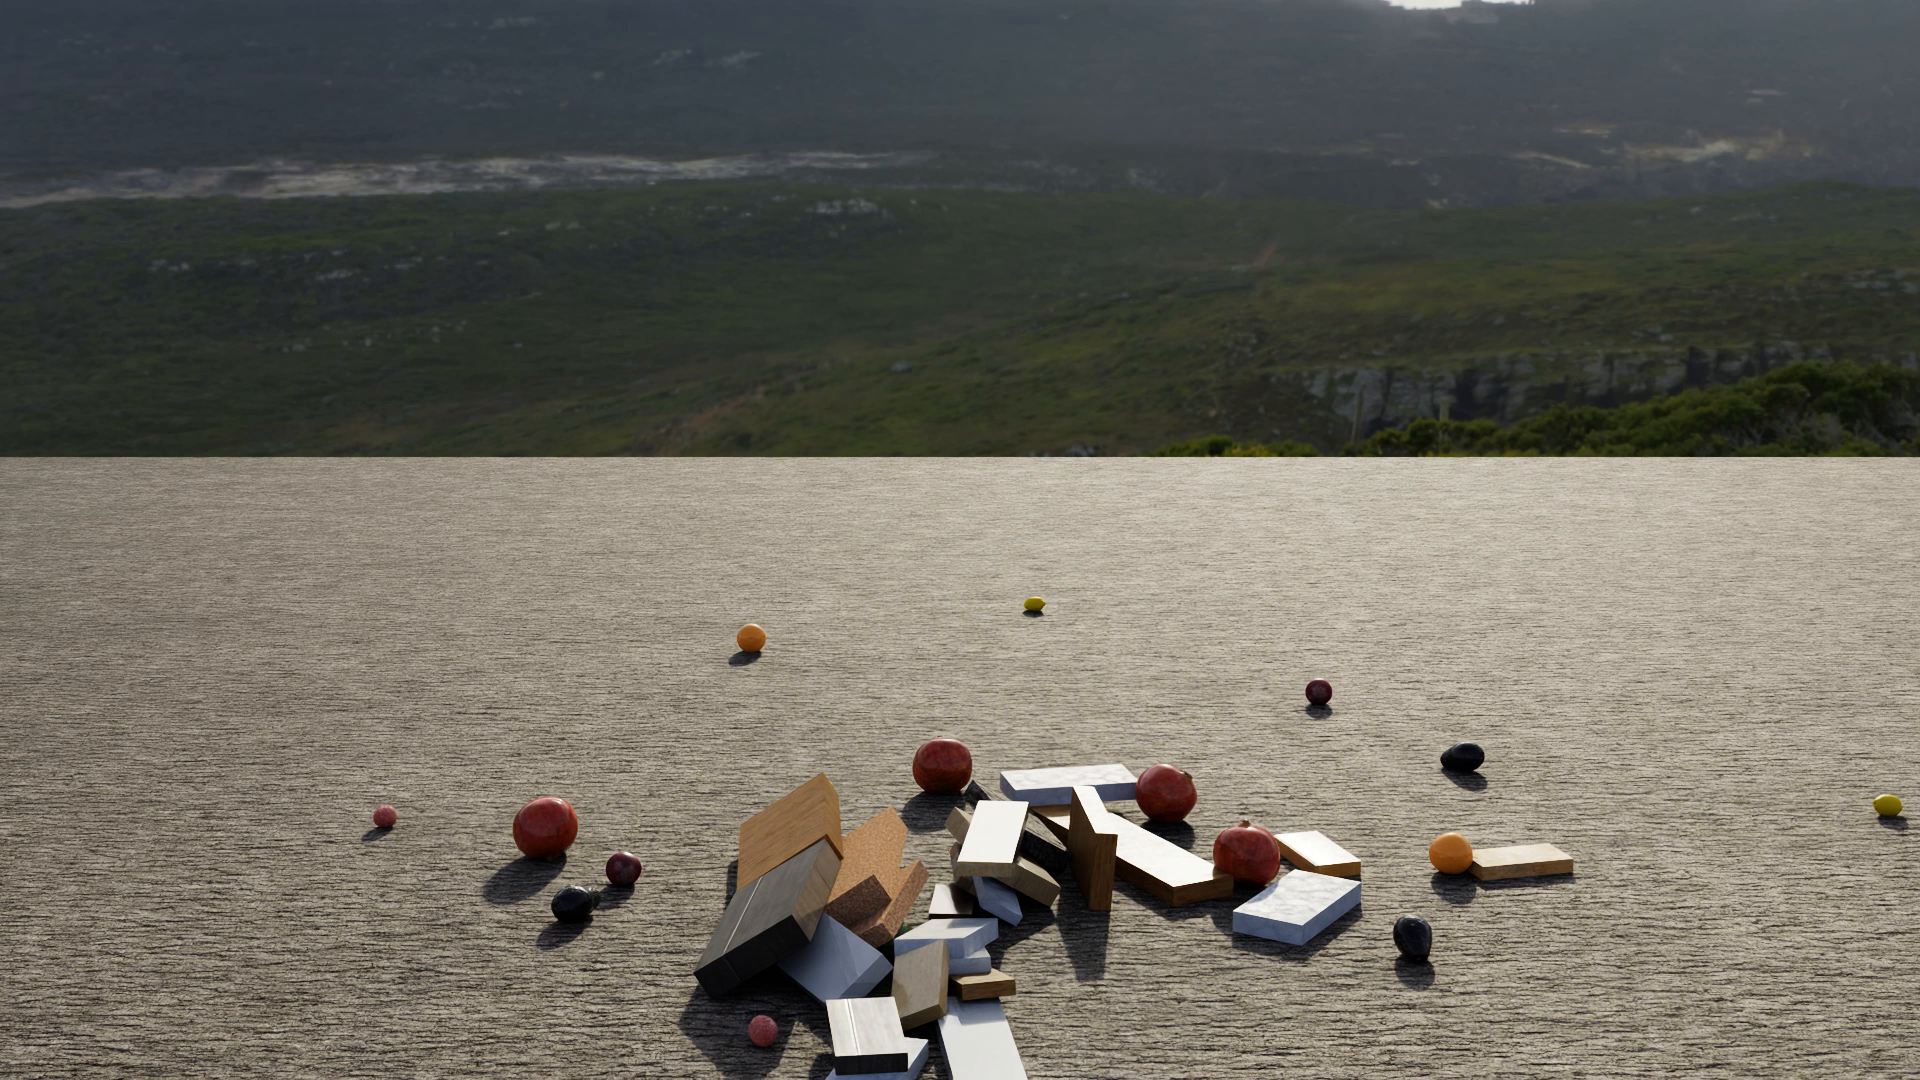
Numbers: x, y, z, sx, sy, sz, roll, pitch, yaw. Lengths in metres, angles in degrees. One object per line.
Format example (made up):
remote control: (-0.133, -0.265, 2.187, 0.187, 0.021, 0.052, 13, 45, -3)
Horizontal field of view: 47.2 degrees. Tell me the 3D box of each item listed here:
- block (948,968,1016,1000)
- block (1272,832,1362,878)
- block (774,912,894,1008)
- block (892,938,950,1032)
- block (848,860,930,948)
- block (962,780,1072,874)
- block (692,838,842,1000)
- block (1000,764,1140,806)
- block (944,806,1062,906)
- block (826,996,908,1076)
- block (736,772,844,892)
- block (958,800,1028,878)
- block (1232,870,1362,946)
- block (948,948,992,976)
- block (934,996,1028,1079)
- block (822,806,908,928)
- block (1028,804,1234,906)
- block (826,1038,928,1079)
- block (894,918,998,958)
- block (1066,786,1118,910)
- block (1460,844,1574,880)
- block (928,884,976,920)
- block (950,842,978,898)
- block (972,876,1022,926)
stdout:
block: (0.021, 0.645, 3.210, 0.079, 0.022, 0.158, -3, -3, -15)
block: (0.620, 0.548, 3.829, 0.086, 0.024, 0.171, -3, 11, -17)
block: (-0.192, 0.624, 3.245, 0.107, 0.030, 0.213, -43, 27, -16)
block: (-0.058, 0.640, 3.156, 0.079, 0.022, 0.158, -23, 21, 12)
block: (-0.124, 0.574, 3.388, 0.107, 0.030, 0.213, -32, 7, 22)
block: (0.099, 0.502, 3.866, 0.131, 0.037, 0.262, 30, 2, -17)
block: (-0.290, 0.576, 3.372, 0.175, 0.049, 0.349, -32, 7, 9)
block: (0.204, 0.458, 4.104, 0.238, 0.034, 0.119, -2, 11, -12)
block: (0.069, 0.532, 3.707, 0.131, 0.037, 0.262, 30, 1, -18)
block: (-0.128, 0.674, 2.994, 0.096, 0.027, 0.192, -1, 11, -7)
block: (-0.289, 0.510, 3.729, 0.175, 0.049, 0.349, -33, 11, 2)
block: (0.057, 0.487, 3.604, 0.086, 0.024, 0.313, 1, 11, 7)
block: (0.548, 0.593, 3.561, 0.119, 0.034, 0.238, 7, 12, 32)
block: (0.000, 0.628, 3.298, 0.079, 0.022, 0.158, -3, -3, -4)
block: (0.029, 0.703, 2.986, 0.096, 0.027, 0.373, -1, 11, -7)
block: (-0.181, 0.545, 3.528, 0.175, 0.049, 0.349, -34, 7, 8)
block: (0.278, 0.536, 3.867, 0.119, 0.034, 0.537, -5, 12, -27)
block: (-0.114, 0.713, 2.935, 0.096, 0.027, 0.192, 3, 11, 15)
block: (-0.019, 0.604, 3.335, 0.107, 0.030, 0.213, -4, -3, 14)
block: (0.221, 0.516, 3.703, 0.037, 0.131, 0.262, 4, 10, -6)
block: (0.959, 0.555, 3.793, 0.171, 0.024, 0.086, -3, 11, -14)
block: (-0.010, 0.595, 3.588, 0.069, 0.020, 0.138, 1, 11, 4)
block: (0.021, 0.554, 3.663, 0.069, 0.020, 0.138, 31, 11, -12)
block: (0.059, 0.575, 3.573, 0.069, 0.020, 0.138, 30, 11, -13)
